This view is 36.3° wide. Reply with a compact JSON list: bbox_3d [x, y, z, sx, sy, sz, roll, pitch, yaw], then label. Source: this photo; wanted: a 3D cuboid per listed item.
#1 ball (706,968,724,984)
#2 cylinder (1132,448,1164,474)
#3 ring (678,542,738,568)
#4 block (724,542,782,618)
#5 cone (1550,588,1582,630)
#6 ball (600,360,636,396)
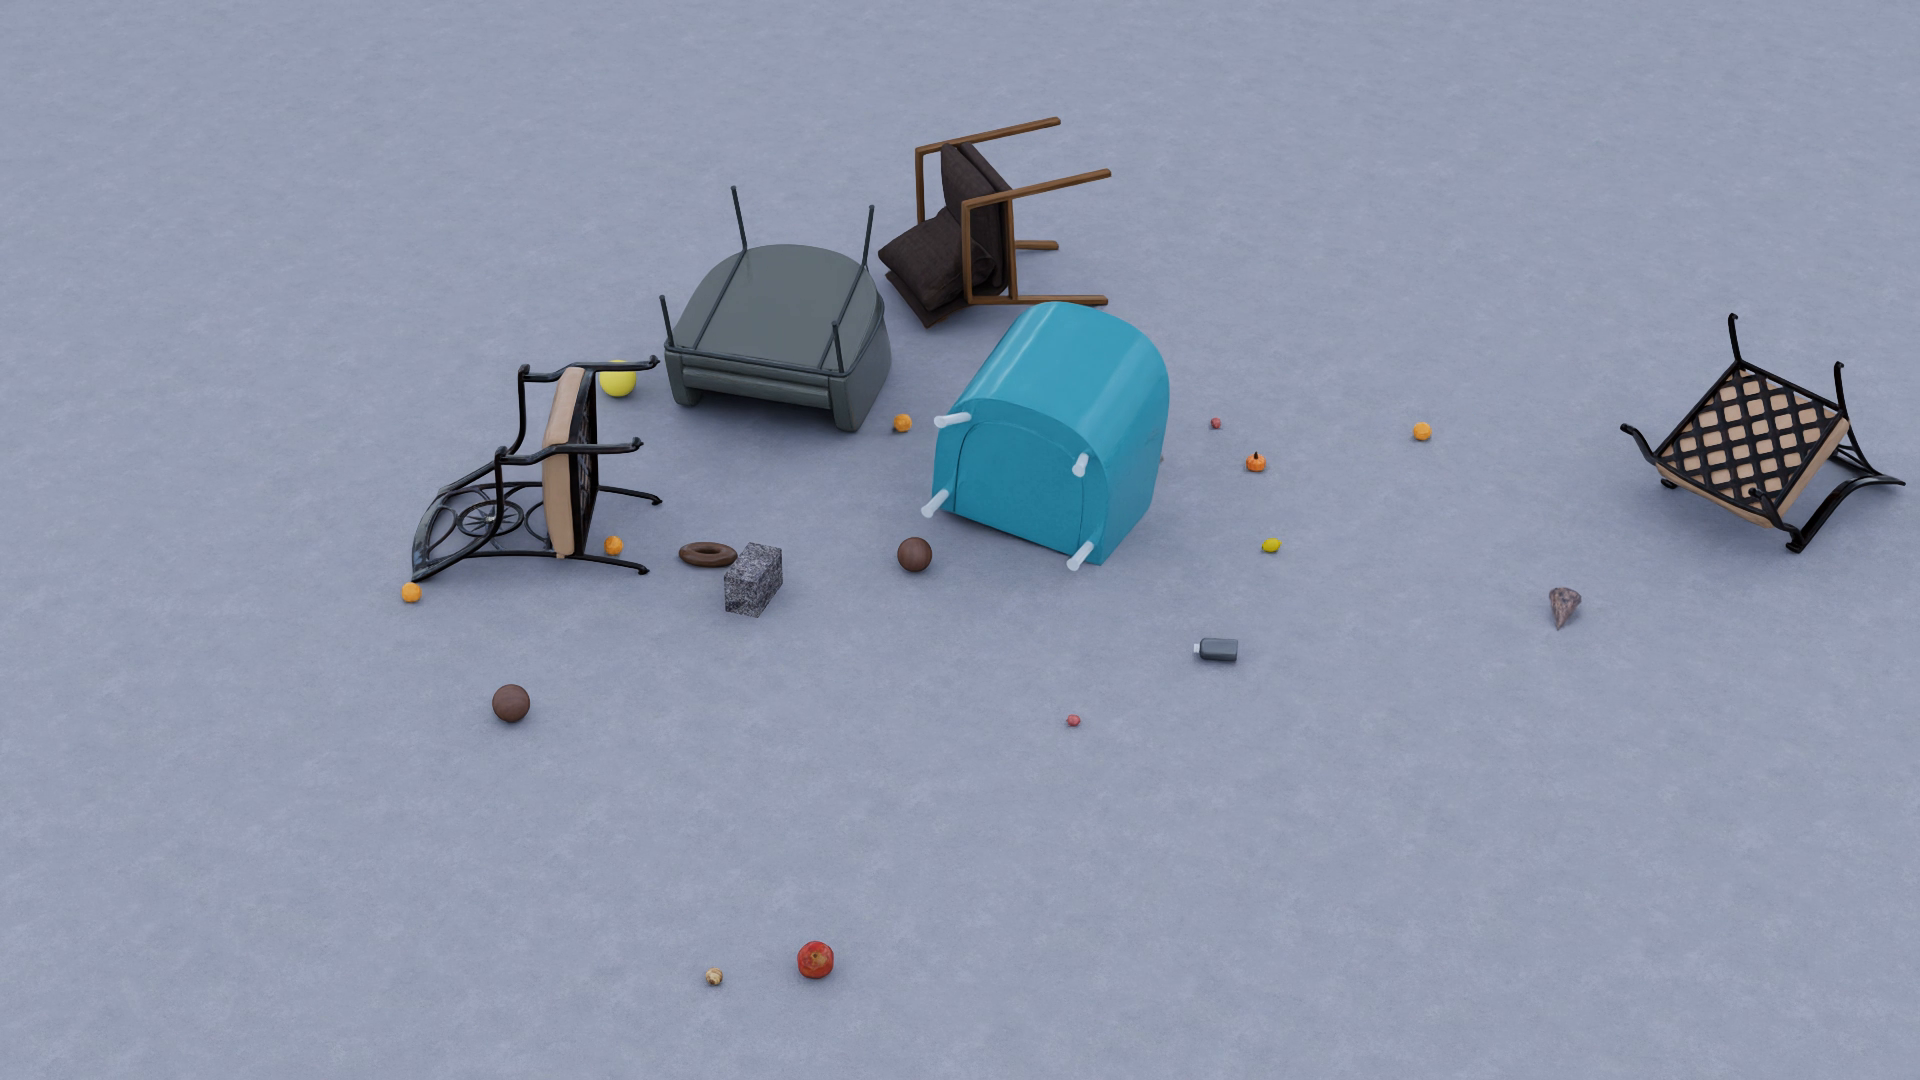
[{"bbox_3d":[-0.745,1.322,8.890,0.053,0.053,0.053,0,33,0],"label":"ball"},{"bbox_3d":[0.727,-0.304,11.338,0.099,0.074,0.081,9,34,20],"label":"cylinder"},{"bbox_3d":[-0.929,0.054,10.815,0.222,0.053,0.122,5,32,6],"label":"ring"},{"bbox_3d":[-0.745,0.144,10.587,0.126,0.153,0.233,11,35,16],"label":"block"},{"bbox_3d":[2.154,0.265,10.497,0.118,0.105,0.158,7,52,21],"label":"cone"},{"bbox_3d":[-1.376,-0.651,11.795,0.150,0.150,0.150,0,33,0],"label":"ball"}]
